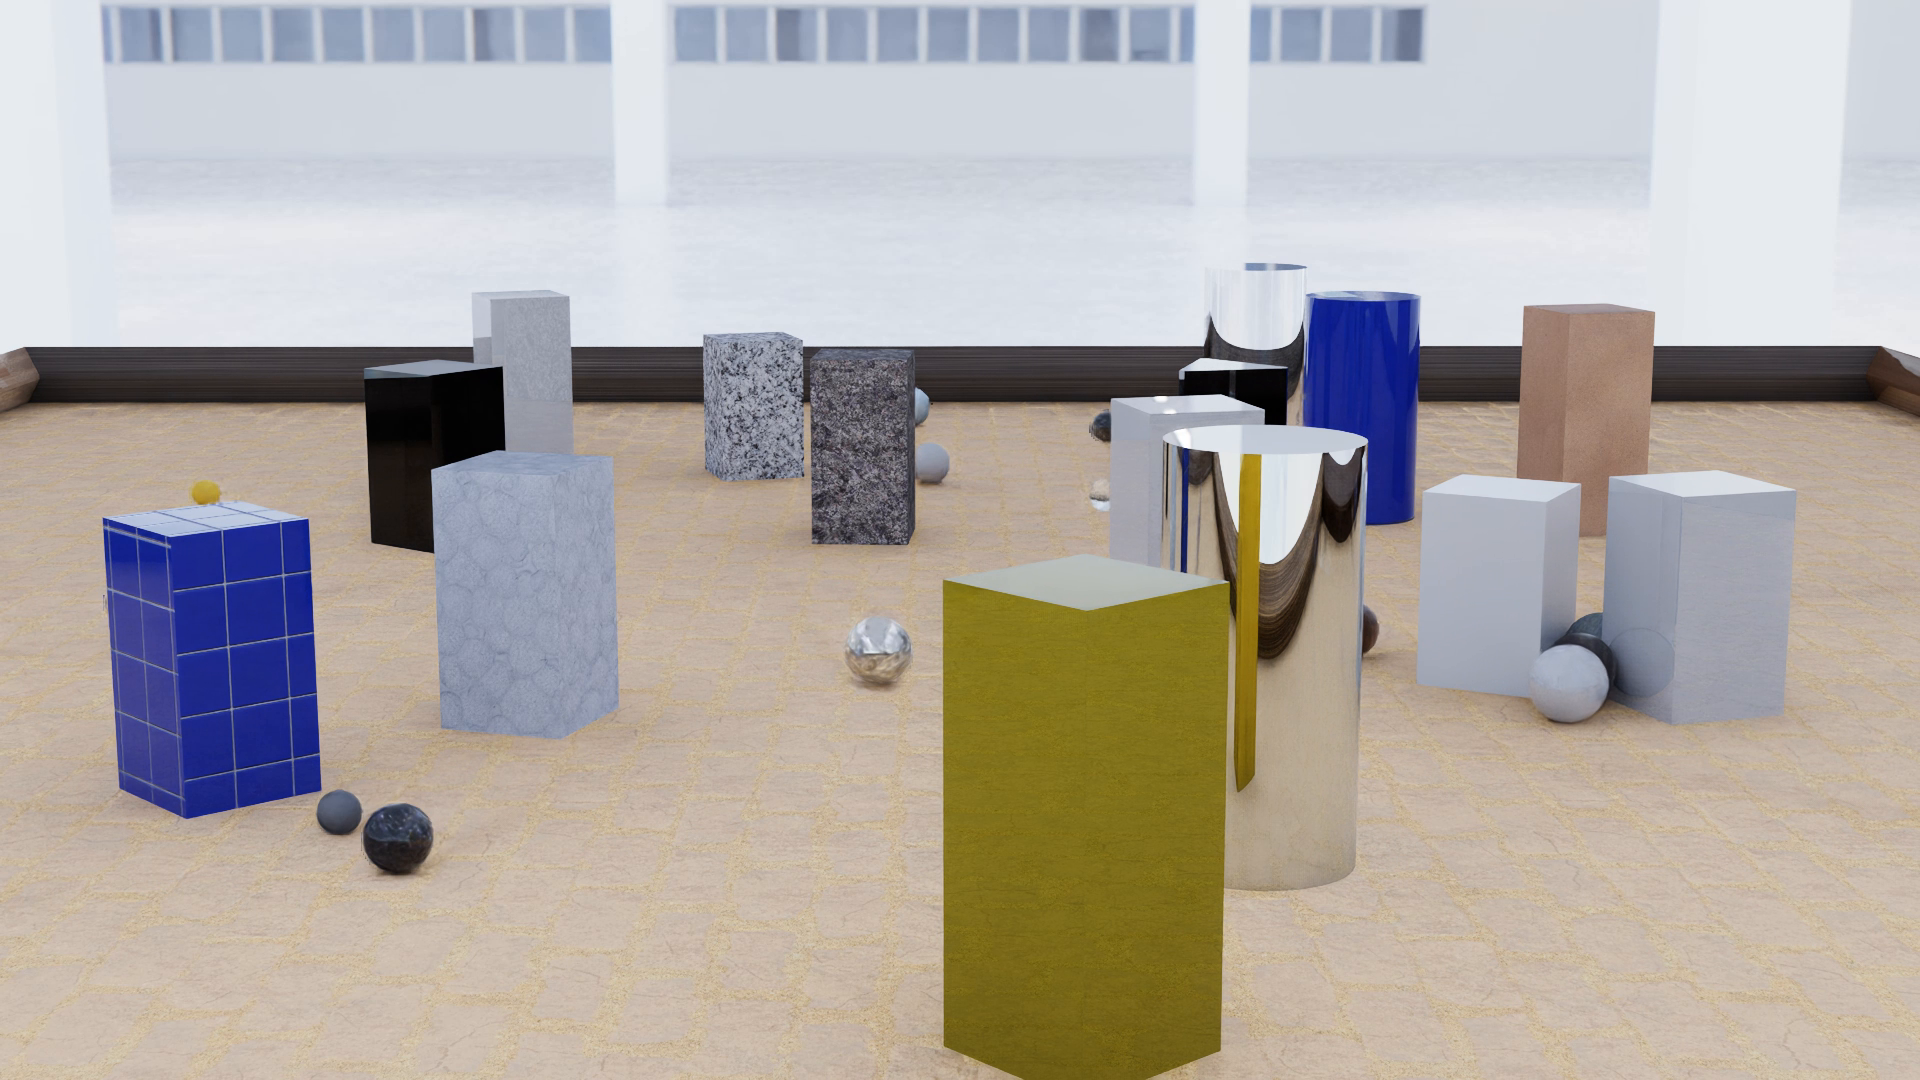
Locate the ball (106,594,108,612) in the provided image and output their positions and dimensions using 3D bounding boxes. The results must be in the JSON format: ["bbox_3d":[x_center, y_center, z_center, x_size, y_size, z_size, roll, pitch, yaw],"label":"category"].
[{"bbox_3d":[-1.060,0.081,3.303,0.076,0.076,0.076,0,11,0],"label":"ball"}]

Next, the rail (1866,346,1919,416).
[{"bbox_3d":[1.971,0.028,3.461,0.045,0.119,4.214,0,11,0],"label":"rail"}]

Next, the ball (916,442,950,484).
[{"bbox_3d":[-0.053,-0.134,4.461,0.072,0.072,0.072,0,11,0],"label":"ball"}]

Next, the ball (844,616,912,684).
[{"bbox_3d":[-0.096,0.130,3.026,0.081,0.081,0.081,0,11,0],"label":"ball"}]

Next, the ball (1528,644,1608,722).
[{"bbox_3d":[0.677,0.159,2.854,0.087,0.087,0.087,0,11,0],"label":"ball"}]

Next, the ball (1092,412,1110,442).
[{"bbox_3d":[0.283,-0.219,4.951,0.058,0.058,0.058,0,11,0],"label":"ball"}]

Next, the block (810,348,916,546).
[{"bbox_3d":[-0.148,-0.145,3.948,0.146,0.282,0.146,1,11,4],"label":"block"}]

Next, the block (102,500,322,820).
[{"bbox_3d":[-0.748,0.115,2.568,0.146,0.279,0.146,-10,14,-42],"label":"block"}]

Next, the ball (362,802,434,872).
[{"bbox_3d":[-0.509,0.270,2.327,0.063,0.063,0.063,0,11,0],"label":"ball"}]

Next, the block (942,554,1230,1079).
[{"bbox_3d":[0.091,0.204,1.882,0.146,0.356,0.146,-10,14,-42],"label":"block"}]

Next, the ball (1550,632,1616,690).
[{"bbox_3d":[0.710,0.146,2.940,0.081,0.081,0.081,0,11,0],"label":"ball"}]

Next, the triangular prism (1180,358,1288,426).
[{"bbox_3d":[0.369,-0.105,3.691,0.158,0.298,0.137,-3,11,-13],"label":"triangular prism"}]

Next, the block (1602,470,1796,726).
[{"bbox_3d":[0.834,0.062,2.911,0.146,0.257,0.146,-4,11,-18],"label":"block"}]

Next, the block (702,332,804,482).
[{"bbox_3d":[-0.367,-0.239,4.554,0.146,0.243,0.146,-3,11,-18],"label":"block"}]

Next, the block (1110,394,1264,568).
[{"bbox_3d":[0.277,-0.013,3.166,0.146,0.311,0.146,-3,11,-15],"label":"block"}]

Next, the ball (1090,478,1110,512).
[{"bbox_3d":[0.239,-0.073,4.182,0.054,0.054,0.054,0,11,0],"label":"ball"}]

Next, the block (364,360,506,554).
[{"bbox_3d":[-0.796,-0.130,3.906,0.146,0.268,0.146,8,13,36],"label":"block"}]

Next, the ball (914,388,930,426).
[{"bbox_3d":[-0.099,-0.268,5.154,0.079,0.079,0.079,0,11,0],"label":"ball"}]

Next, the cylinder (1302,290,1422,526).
[{"bbox_3d":[0.642,-0.214,4.117,0.183,0.356,0.183,0,11,0],"label":"cylinder"}]

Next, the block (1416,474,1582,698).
[{"bbox_3d":[0.638,0.052,3.037,0.146,0.231,0.146,6,12,28],"label":"block"}]

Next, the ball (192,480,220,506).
[{"bbox_3d":[-1.242,-0.077,4.227,0.046,0.046,0.046,0,11,0],"label":"ball"}]

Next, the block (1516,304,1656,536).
[{"bbox_3d":[0.976,-0.189,4.013,0.146,0.345,0.146,-3,11,-16],"label":"block"}]

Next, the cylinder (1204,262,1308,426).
[{"bbox_3d":[0.526,-0.307,4.594,0.183,0.363,0.183,0,11,0],"label":"cylinder"}]

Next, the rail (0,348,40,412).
[{"bbox_3d":[-1.971,0.033,3.439,0.045,0.119,4.214,0,11,0],"label":"rail"}]

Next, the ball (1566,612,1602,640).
[{"bbox_3d":[0.754,0.128,3.020,0.086,0.086,0.086,0,11,0],"label":"ball"}]

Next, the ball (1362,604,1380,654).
[{"bbox_3d":[0.482,0.109,3.165,0.070,0.070,0.070,0,11,0],"label":"ball"}]

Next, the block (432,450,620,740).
[{"bbox_3d":[-0.480,0.057,2.848,0.146,0.289,0.146,3,11,18],"label":"block"}]

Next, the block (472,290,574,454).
[{"bbox_3d":[-0.806,-0.302,4.730,0.146,0.302,0.146,-5,12,-23],"label":"block"}]

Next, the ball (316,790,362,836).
[{"bbox_3d":[-0.590,0.259,2.441,0.043,0.043,0.043,0,11,0],"label":"ball"}]

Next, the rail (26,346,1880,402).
[{"bbox_3d":[-0.012,-0.353,5.498,3.990,0.119,0.045,0,11,0],"label":"rail"}]

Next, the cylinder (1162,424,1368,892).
[{"bbox_3d":[0.273,0.102,2.330,0.183,0.392,0.183,0,11,0],"label":"cylinder"}]
